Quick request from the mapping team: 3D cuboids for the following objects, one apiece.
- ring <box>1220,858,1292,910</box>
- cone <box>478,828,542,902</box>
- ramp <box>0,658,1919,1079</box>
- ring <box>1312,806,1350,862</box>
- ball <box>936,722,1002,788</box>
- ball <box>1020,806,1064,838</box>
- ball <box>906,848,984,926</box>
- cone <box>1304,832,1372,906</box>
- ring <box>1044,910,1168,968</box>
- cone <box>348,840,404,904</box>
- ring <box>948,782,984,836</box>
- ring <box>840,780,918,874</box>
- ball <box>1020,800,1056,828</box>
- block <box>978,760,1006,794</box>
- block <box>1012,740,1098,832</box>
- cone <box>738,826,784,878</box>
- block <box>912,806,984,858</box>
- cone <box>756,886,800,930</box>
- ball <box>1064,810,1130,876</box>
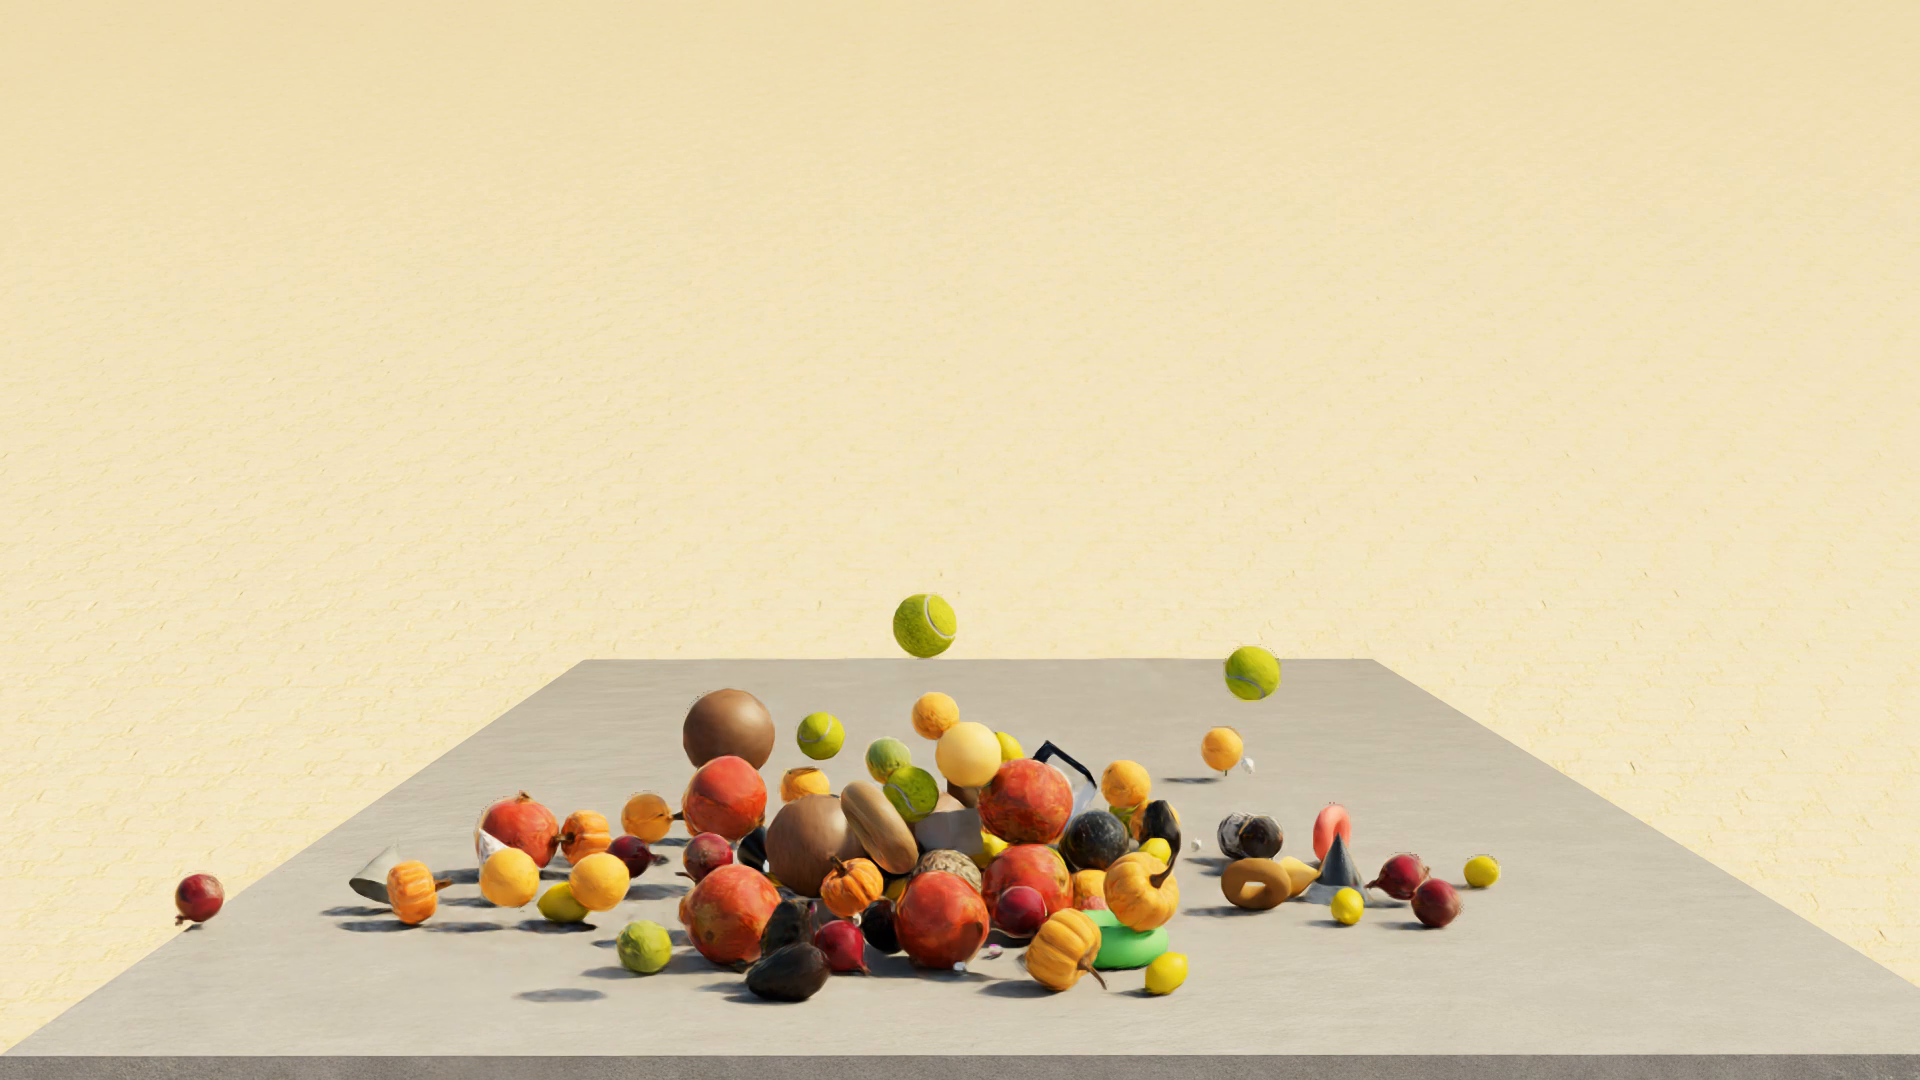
[{"bbox_3d":[0.374,0.435,3.248,0.089,0.089,0.030,3,45,6],"label":"ring"},{"bbox_3d":[-0.600,0.408,3.314,0.087,0.087,0.087,-29,3,2],"label":"cone"},{"bbox_3d":[0.050,0.454,4.532,2.000,0.100,4.000,0,3,0],"label":"ramp"},{"bbox_3d":[0.515,0.409,3.563,0.028,0.083,0.083,3,20,34],"label":"ring"},{"bbox_3d":[0.011,0.265,3.166,0.082,0.082,0.082,0,22,0],"label":"ball"},{"bbox_3d":[0.130,0.400,3.813,0.082,0.082,0.082,0,22,0],"label":"ball"},{"bbox_3d":[-0.019,0.427,3.154,0.095,0.095,0.095,0,22,0],"label":"ball"},{"bbox_3d":[0.490,0.421,3.329,0.089,0.089,0.089,0,3,0],"label":"cone"},{"bbox_3d":[0.169,0.461,2.970,0.144,0.048,0.144,1,2,0],"label":"ring"},{"bbox_3d":[-0.729,0.414,3.268,0.074,0.074,0.074,6,59,16],"label":"cone"},{"bbox_3d":[0.008,0.378,3.667,0.040,0.120,0.120,-10,21,3],"label":"ring"},{"bbox_3d":[-0.094,0.335,2.995,0.042,0.125,0.125,-34,33,-15],"label":"ring"},{"bbox_3d":[0.120,0.355,3.513,0.076,0.076,0.076,0,22,0],"label":"ball"},{"bbox_3d":[0.041,0.392,4.271,0.052,0.052,0.052,3,4,43],"label":"block"},{"bbox_3d":[0.126,0.326,3.393,0.073,0.073,0.073,34,75,27],"label":"block"},{"bbox_3d":[-0.257,0.441,3.511,0.072,0.072,0.072,-11,34,-26],"label":"cone"},{"bbox_3d":[-0.014,0.371,3.243,0.059,0.059,0.059,-12,-6,40],"label":"block"},{"bbox_3d":[-0.205,0.448,3.056,0.057,0.057,0.057,-15,55,22],"label":"cone"},{"bbox_3d":[0.173,0.384,3.265,0.084,0.084,0.084,0,22,0],"label":"ball"}]
